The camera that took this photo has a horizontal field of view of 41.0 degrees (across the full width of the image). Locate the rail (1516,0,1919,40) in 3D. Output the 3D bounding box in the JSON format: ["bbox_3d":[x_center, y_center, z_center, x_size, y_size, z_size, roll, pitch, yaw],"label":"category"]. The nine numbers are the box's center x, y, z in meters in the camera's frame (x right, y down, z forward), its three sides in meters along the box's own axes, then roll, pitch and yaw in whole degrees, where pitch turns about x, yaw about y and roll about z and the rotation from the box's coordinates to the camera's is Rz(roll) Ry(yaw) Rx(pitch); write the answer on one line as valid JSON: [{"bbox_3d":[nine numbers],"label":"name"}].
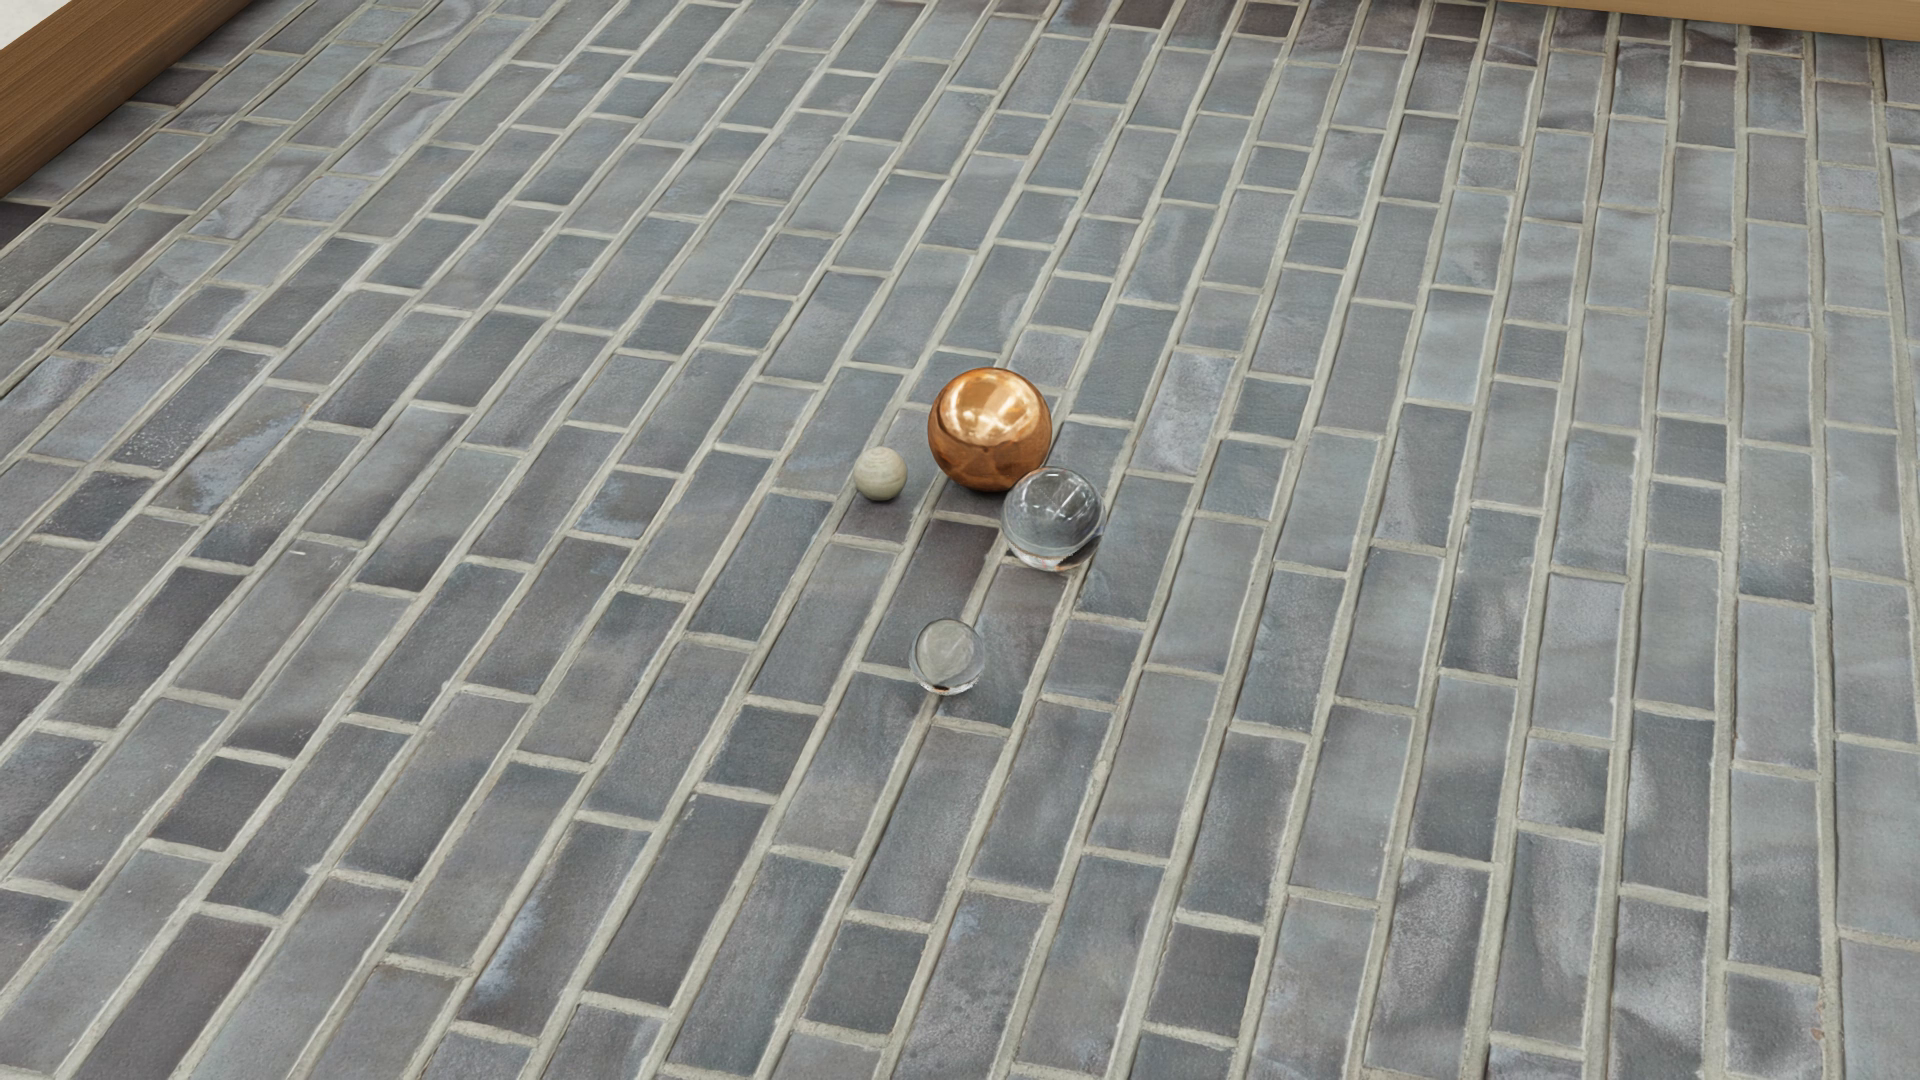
[{"bbox_3d":[1.320,-0.533,2.632,4.183,0.129,0.045,8,35,12],"label":"rail"}]

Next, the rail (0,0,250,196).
[{"bbox_3d":[-0.988,-0.172,2.100,0.045,0.129,2.469,8,35,12],"label":"rail"}]

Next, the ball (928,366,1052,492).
[{"bbox_3d":[0.023,-0.086,2.003,0.098,0.098,0.098,0,34,0],"label":"ball"}]

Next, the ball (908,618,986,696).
[{"bbox_3d":[-0.009,0.082,1.796,0.054,0.054,0.054,0,34,0],"label":"ball"}]

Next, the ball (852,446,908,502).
[{"bbox_3d":[-0.062,-0.052,2.002,0.043,0.043,0.043,0,34,0],"label":"ball"}]

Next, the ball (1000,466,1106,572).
[{"bbox_3d":[0.070,-0.016,1.917,0.079,0.079,0.079,0,34,0],"label":"ball"}]
